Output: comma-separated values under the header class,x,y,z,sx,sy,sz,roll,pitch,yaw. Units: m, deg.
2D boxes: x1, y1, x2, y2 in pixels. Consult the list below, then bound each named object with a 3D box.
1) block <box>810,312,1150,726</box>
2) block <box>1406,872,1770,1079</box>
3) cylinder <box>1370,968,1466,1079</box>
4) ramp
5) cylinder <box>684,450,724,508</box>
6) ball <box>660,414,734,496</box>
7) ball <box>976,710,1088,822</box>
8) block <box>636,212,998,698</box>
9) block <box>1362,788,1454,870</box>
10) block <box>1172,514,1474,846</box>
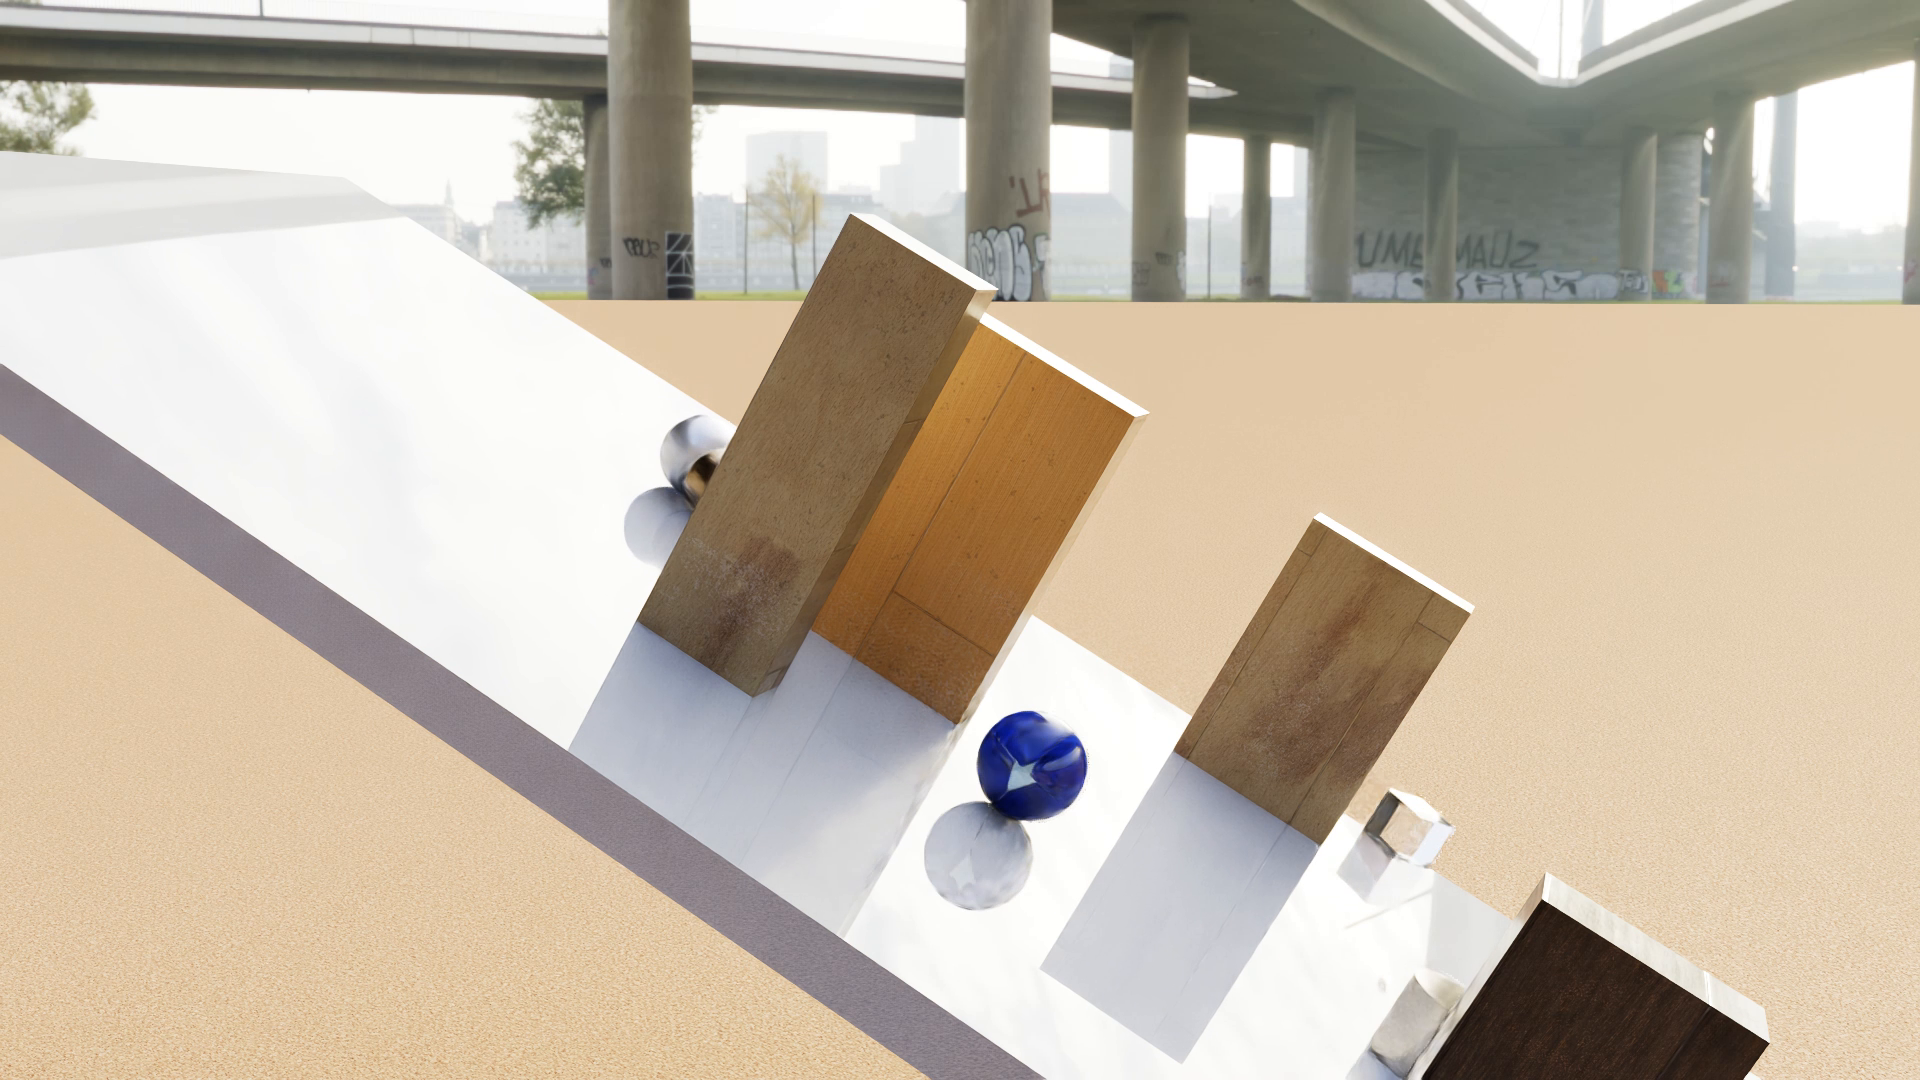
class,x,y,z,sx,sy,sz,roll,pitch,yaw
block,0.017,-0.043,4.142,0.377,0.676,0.119,32,15,11
block,0.834,0.802,3.116,0.347,0.540,0.145,32,15,11
cylinder,0.798,0.833,3.730,0.149,0.149,0.149,27,15,-8
ramp,-0.186,0.307,4.129,4.000,0.100,2.000,32,15,11
cylinder,-0.459,-0.083,4.426,0.150,0.150,0.150,-4,30,-29
ball,-0.533,-0.172,4.539,0.173,0.173,0.173,0,7,0
ball,0.125,0.394,3.837,0.195,0.195,0.195,0,7,0
block,-0.248,-0.140,3.722,0.249,0.797,0.121,32,15,11
block,0.982,0.635,4.824,0.114,0.114,0.114,19,18,-35
block,0.757,0.292,4.610,0.371,0.584,0.098,32,15,11
